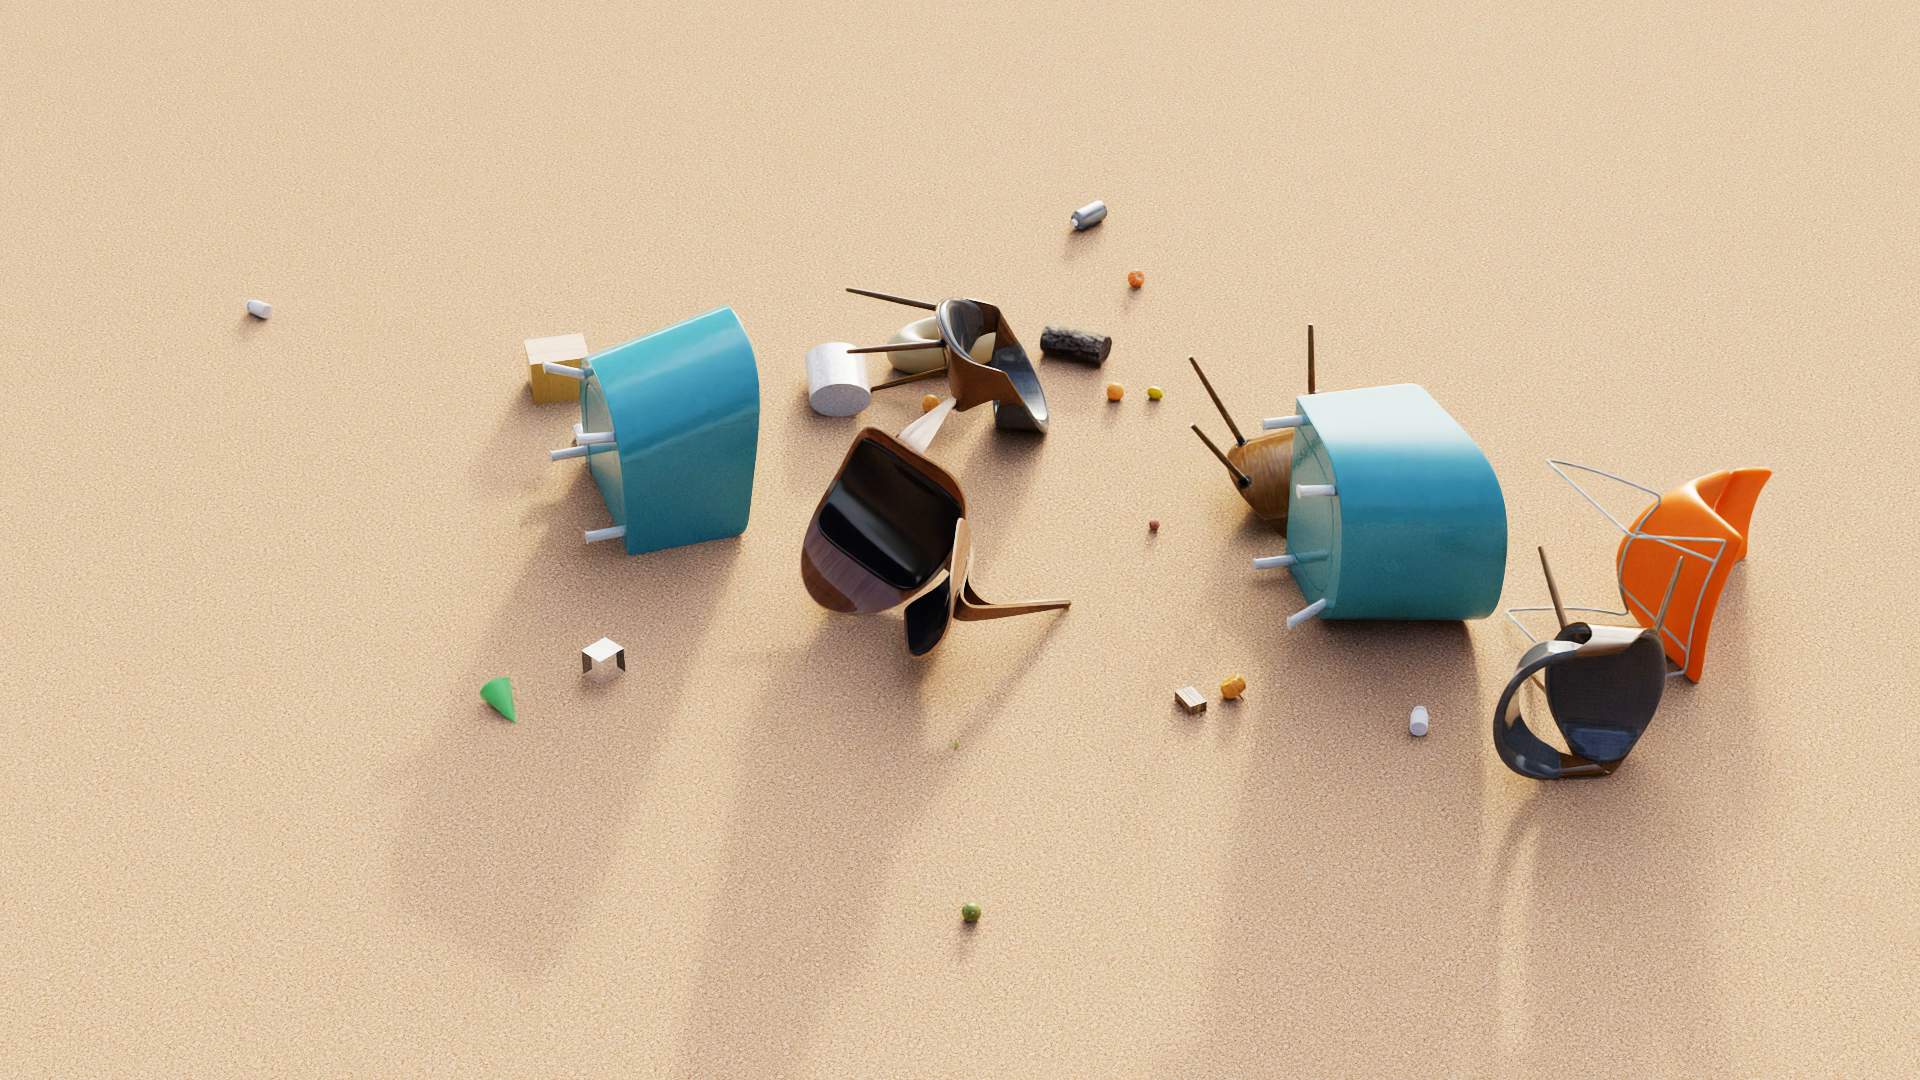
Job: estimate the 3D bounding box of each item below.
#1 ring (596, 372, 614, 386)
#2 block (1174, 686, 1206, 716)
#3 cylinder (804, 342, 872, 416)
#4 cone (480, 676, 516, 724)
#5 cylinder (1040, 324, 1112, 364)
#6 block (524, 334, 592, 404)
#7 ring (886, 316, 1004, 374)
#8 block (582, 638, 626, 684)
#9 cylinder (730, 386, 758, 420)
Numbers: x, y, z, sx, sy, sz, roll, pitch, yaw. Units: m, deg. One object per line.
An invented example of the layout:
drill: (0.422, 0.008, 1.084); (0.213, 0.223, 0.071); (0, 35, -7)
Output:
ring: (-1.444, -0.651, 11.911); (0.071, 0.024, 0.096); (-5, 33, -6)
block: (0.792, 0.552, 10.072); (0.066, 0.038, 0.102); (-16, 37, -23)
cylinder: (-0.492, -0.646, 11.785); (0.246, 0.154, 0.331); (-1, 33, -7)
cone: (-1.553, 0.569, 10.037); (0.112, 0.098, 0.181); (-28, 56, -10)
cylinder: (0.477, -0.807, 12.068); (0.261, 0.111, 0.144); (14, 27, 20)
block: (-1.620, -0.691, 11.825); (0.236, 0.185, 0.204); (-8, 34, -12)
ring: (-0.060, -0.800, 12.017); (0.497, 0.158, 0.284); (-9, 36, -12)
block: (-1.242, 0.422, 10.212); (0.097, 0.101, 0.110); (27, 42, 35)
cylinder: (-0.858, -0.545, 11.656); (0.075, 0.126, 0.149); (1, 49, -23)
